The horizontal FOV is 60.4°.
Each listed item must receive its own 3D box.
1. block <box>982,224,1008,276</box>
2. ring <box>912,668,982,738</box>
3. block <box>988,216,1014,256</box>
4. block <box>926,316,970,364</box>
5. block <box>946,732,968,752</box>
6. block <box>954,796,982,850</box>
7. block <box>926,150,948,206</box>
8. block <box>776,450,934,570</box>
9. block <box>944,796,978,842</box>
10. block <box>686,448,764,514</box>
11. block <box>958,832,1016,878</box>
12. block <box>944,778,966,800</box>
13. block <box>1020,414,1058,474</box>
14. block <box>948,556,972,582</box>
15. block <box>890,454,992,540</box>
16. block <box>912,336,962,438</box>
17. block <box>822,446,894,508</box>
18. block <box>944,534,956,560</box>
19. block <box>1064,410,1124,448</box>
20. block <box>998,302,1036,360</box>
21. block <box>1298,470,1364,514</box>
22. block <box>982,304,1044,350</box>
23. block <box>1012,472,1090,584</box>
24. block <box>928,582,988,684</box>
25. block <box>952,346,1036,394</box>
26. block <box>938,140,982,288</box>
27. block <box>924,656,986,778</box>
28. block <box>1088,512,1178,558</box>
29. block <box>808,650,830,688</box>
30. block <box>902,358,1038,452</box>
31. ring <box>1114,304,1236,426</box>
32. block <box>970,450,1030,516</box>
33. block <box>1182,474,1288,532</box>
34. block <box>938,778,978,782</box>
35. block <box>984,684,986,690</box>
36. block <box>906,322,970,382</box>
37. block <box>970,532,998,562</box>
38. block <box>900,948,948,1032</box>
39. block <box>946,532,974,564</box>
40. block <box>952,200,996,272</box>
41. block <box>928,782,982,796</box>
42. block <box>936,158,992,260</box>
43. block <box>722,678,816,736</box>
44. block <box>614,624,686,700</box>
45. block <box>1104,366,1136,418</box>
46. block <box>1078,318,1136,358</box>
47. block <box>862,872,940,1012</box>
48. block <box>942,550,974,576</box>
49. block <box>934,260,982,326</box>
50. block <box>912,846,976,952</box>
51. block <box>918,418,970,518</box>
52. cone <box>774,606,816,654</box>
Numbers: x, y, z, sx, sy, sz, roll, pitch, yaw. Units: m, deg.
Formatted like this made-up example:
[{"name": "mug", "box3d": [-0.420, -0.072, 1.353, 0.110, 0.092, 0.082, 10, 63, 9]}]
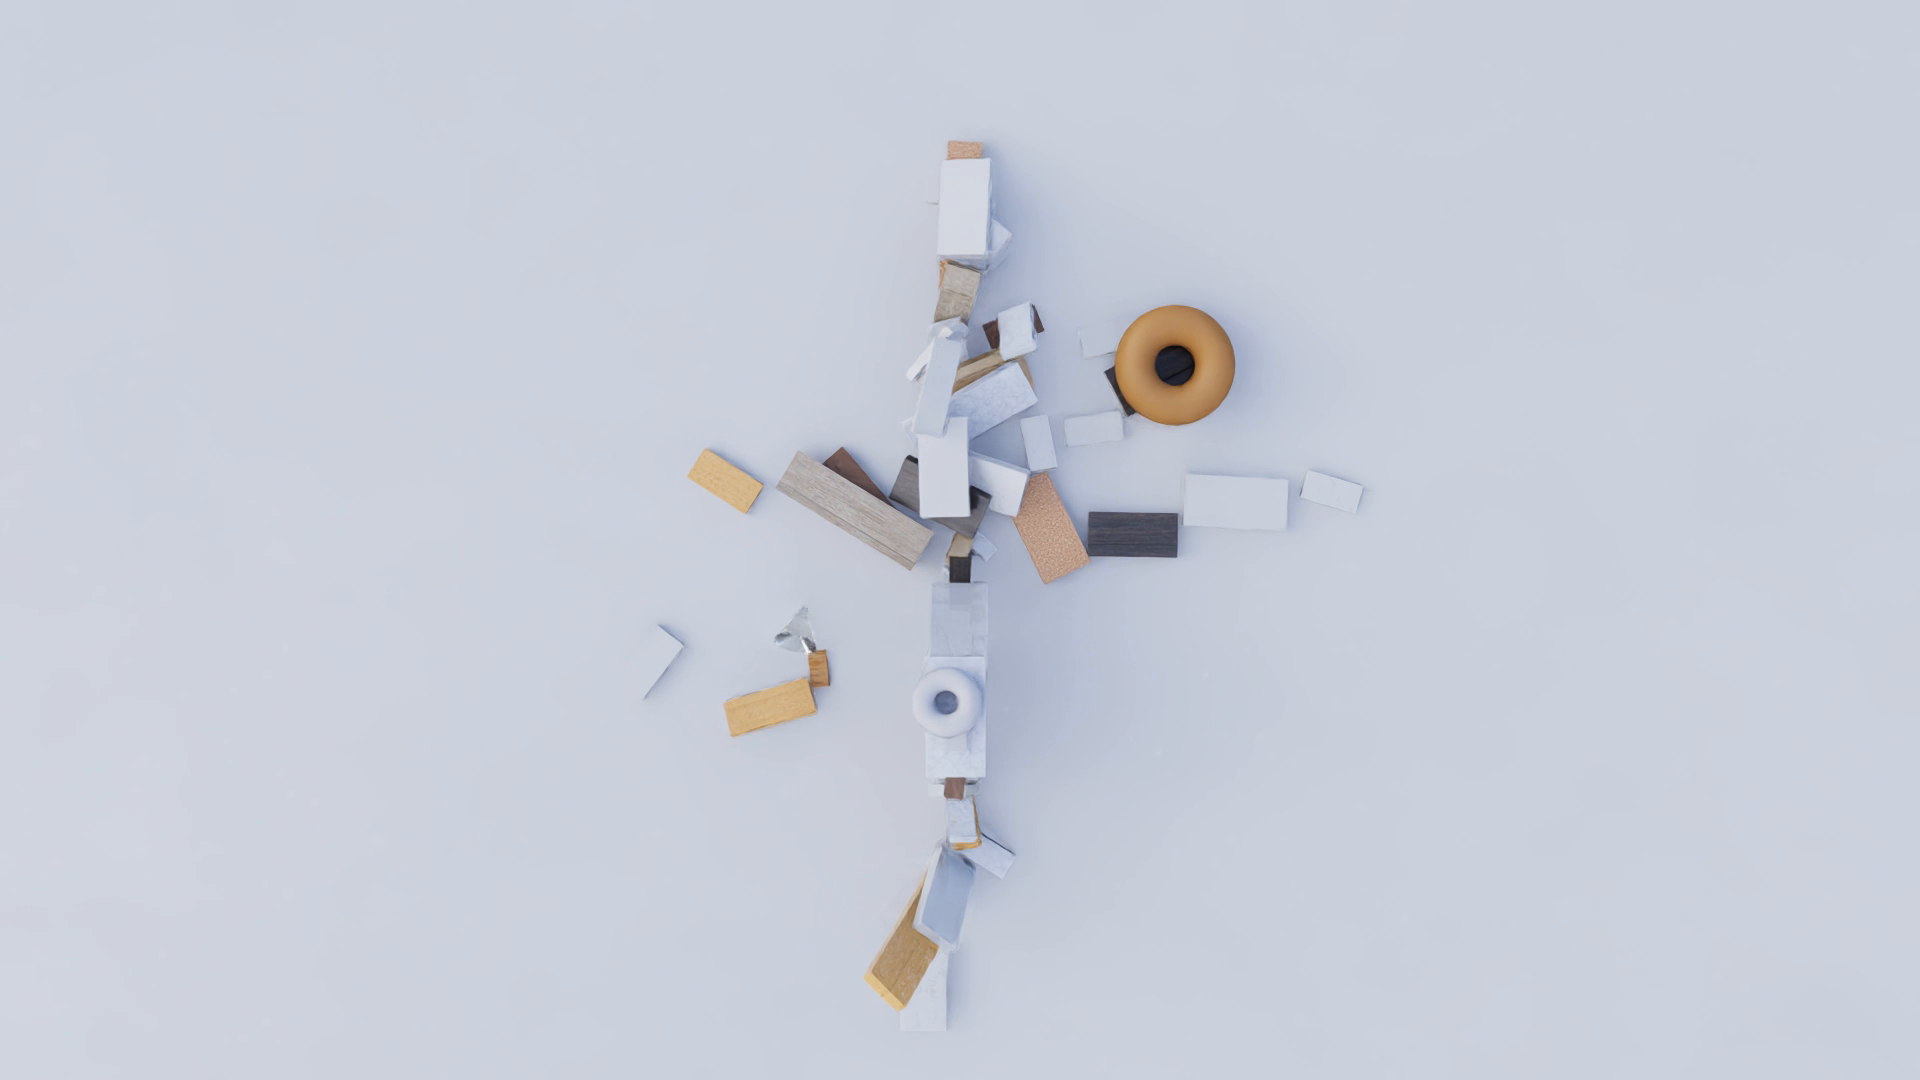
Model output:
[{"name": "block", "box3d": [0.081, -0.977, 5.488, 0.087, 0.025, 0.175, 26, 90, 0]}, {"name": "ring", "box3d": [-0.041, 0.479, 4.848, 0.208, 0.069, 0.208, 0, 77, 0]}, {"name": "block", "box3d": [0.079, -1.013, 5.376, 0.175, 0.025, 0.087, 43, 90, 16]}, {"name": "block", "box3d": [-0.031, -0.614, 5.455, 0.113, 0.032, 0.227, -14, 105, 0]}, {"name": "block", "box3d": [-0.009, 0.565, 4.883, 0.061, 0.017, 0.121, 2, 88, 1]}, {"name": "block", "box3d": [0.013, 0.931, 5.447, 0.089, 0.025, 0.177, -10, 62, 0]}, {"name": "block", "box3d": [-0.058, -1.203, 5.488, 0.087, 0.025, 0.175, 10, 90, 0]}, {"name": "block", "box3d": [-0.346, -0.097, 5.437, 0.522, 0.042, 0.148, 31, 90, 0]}, {"name": "block", "box3d": [0.002, 0.907, 5.391, 0.089, 0.177, 0.025, 1, 133, -8]}, {"name": "block", "box3d": [-0.779, -0.195, 5.484, 0.230, 0.033, 0.115, 33, 90, 0]}, {"name": "block", "box3d": [0.089, 1.041, 5.487, 0.177, 0.025, 0.089, 32, 90, 0]}, {"name": "block", "box3d": [-0.013, 0.738, 5.092, 0.061, 0.017, 0.122, 8, 99, -1]}, {"name": "block", "box3d": [0.261, -0.318, 5.463, 0.093, 0.026, 0.185, -10, 75, 0]}, {"name": "block", "box3d": [0.000, 0.117, 5.323, 0.070, 0.020, 0.140, 2, 124, 0]}, {"name": "block", "box3d": [-0.065, -0.142, 5.432, 0.310, 0.044, 0.155, 26, 114, 6]}, {"name": "block", "box3d": [-0.073, -0.488, 5.285, 0.093, 0.026, 0.314, 12, 101, -10]}, {"name": "block", "box3d": [-0.349, -0.150, 5.479, 0.148, 0.042, 0.295, -41, 90, 0]}, {"name": "block", "box3d": [-0.006, 0.035, 5.447, 0.062, 0.123, 0.017, 25, 132, -3]}, {"name": "block", "box3d": [0.444, -0.368, 5.487, 0.190, 0.027, 0.095, -8, 90, 0]}, {"name": "block", "box3d": [0.185, -0.681, 5.366, 0.113, 0.226, 0.032, -19, 130, 15]}, {"name": "block", "box3d": [1.234, -0.160, 5.487, 0.190, 0.027, 0.095, 16, 90, 0]}, {"name": "block", "box3d": [0.177, -0.705, 5.487, 0.185, 0.026, 0.093, -21, 90, 0]}, {"name": "block", "box3d": [0.283, -0.042, 5.476, 0.170, 0.048, 0.339, -26, 90, 0]}, {"name": "block", "box3d": [-0.004, 0.284, 5.151, 0.179, 0.453, 0.051, 0, 124, 1]}, {"name": "block", "box3d": [0.071, -0.523, 5.445, 0.320, 0.045, 0.160, -23, 115, 0]}, {"name": "block", "box3d": [0.001, -1.074, 5.459, 0.113, 0.032, 0.485, 4, 90, 0]}, {"name": "block", "box3d": [-0.015, 0.525, 4.918, 0.179, 0.051, 0.358, 0, 88, 1]}, {"name": "block", "box3d": [0.573, -0.018, 5.479, 0.295, 0.042, 0.148, 1, 90, 0]}, {"name": "block", "box3d": [-0.471, 0.429, 5.491, 0.061, 0.017, 0.122, -6, 90, 0]}, {"name": "block", "box3d": [0.032, -0.422, 5.432, 0.430, 0.044, 0.155, -29, 118, 3]}, {"name": "ring", "box3d": [0.703, -0.571, 5.388, 0.394, 0.131, 0.394, 0, 91, 0]}, {"name": "block", "box3d": [0.063, -0.199, 5.421, 0.310, 0.044, 0.155, 19, 114, 10]}, {"name": "block", "box3d": [0.913, -0.124, 5.476, 0.339, 0.048, 0.170, 3, 90, 0]}, {"name": "block", "box3d": [-0.005, 0.756, 5.301, 0.125, 0.398, 0.035, 1, 81, 0]}, {"name": "block", "box3d": [-0.010, 0.565, 5.110, 0.179, 0.358, 0.051, 1, 119, 1]}, {"name": "block", "box3d": [-0.073, -0.611, 5.361, 0.032, 0.113, 0.227, 50, 121, 12]}, {"name": "block", "box3d": [0.059, 0.012, 5.466, 0.123, 0.017, 0.062, 42, 60, 10]}, {"name": "block", "box3d": [-0.121, 1.469, 5.478, 0.155, 0.044, 0.311, 1, 90, 0]}, {"name": "block", "box3d": [0.000, 0.033, 5.412, 0.062, 0.017, 0.123, 23, 53, -2]}, {"name": "block", "box3d": [0.045, -1.007, 5.427, 0.113, 0.032, 0.226, 9, 90, 0]}, {"name": "block", "box3d": [-0.017, 0.810, 5.364, 0.125, 0.250, 0.035, 0, 83, 12]}, {"name": "block", "box3d": [0.015, -1.076, 5.365, 0.160, 0.045, 0.326, 1, 80, 12]}, {"name": "block", "box3d": [-0.631, 0.555, 5.468, 0.291, 0.033, 0.115, -17, 74, 0]}, {"name": "block", "box3d": [-1.032, 0.406, 5.484, 0.115, 0.033, 0.230, 37, 90, 0]}, {"name": "block", "box3d": [0.667, -0.561, 5.476, 0.339, 0.048, 0.170, -27, 90, 0]}, {"name": "block", "box3d": [0.497, -0.671, 5.487, 0.190, 0.027, 0.095, -12, 90, 0]}, {"name": "block", "box3d": [-0.131, 1.254, 5.265, 0.155, 0.541, 0.044, 46, 128, -6]}, {"name": "block", "box3d": [-0.006, 0.069, 5.441, 0.070, 0.140, 0.020, 28, 132, 0]}, {"name": "block", "box3d": [-0.010, -0.798, 5.422, 0.113, 0.032, 0.227, 16, 125, 0]}, {"name": "block", "box3d": [-0.048, 1.162, 5.348, 0.155, 0.310, 0.044, 40, 129, -18]}, {"name": "block", "box3d": [-0.051, -0.236, 5.357, 0.160, 0.045, 0.320, -1, 91, 8]}, {"name": "cone", "box3d": [-0.531, 0.276, 5.465, 0.146, 0.146, 0.146, 11, 61, 0]}]
